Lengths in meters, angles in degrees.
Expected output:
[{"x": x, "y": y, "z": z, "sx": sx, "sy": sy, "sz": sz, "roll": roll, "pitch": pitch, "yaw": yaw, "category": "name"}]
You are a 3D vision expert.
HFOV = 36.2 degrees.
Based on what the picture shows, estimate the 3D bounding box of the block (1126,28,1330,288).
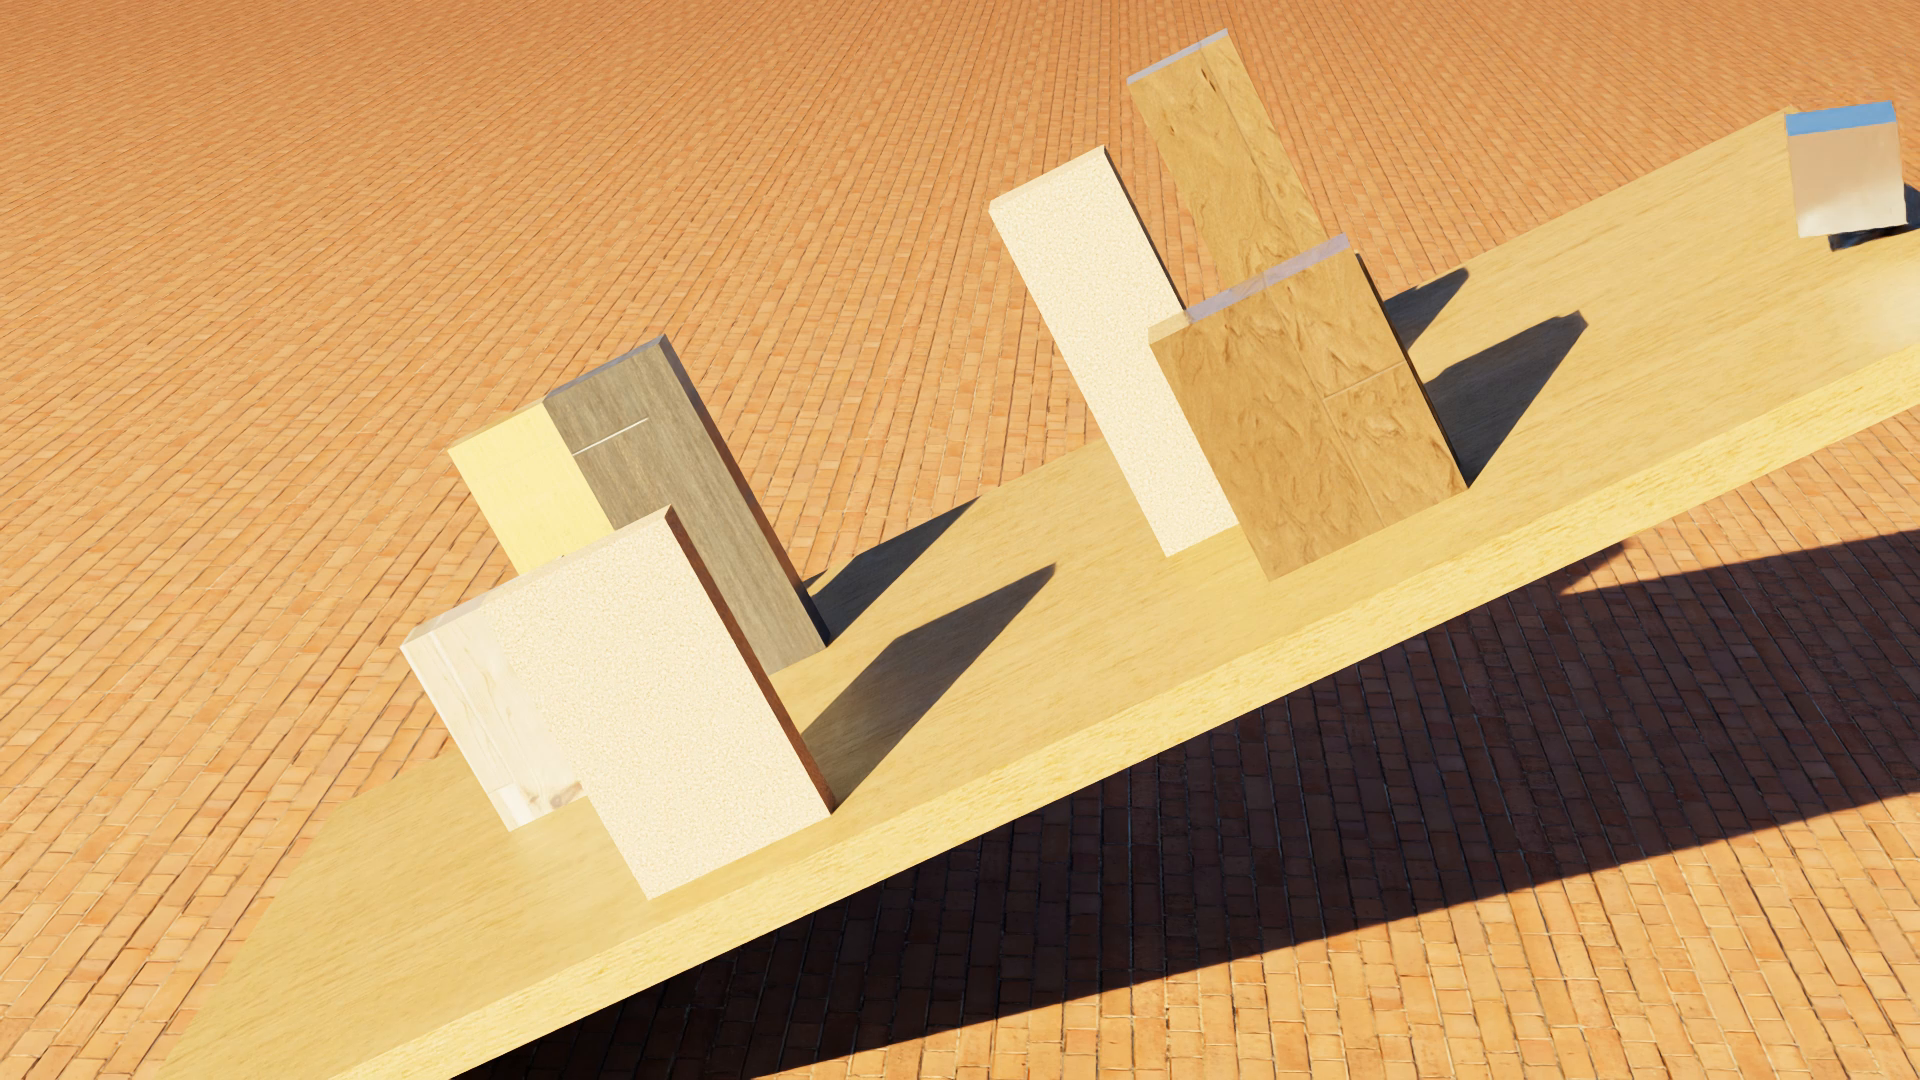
[{"x": 0.672, "y": -0.769, "z": 6.791, "sx": 0.254, "sy": 0.777, "sz": 0.124, "roll": -26, "pitch": 14, "yaw": 10, "category": "block"}]

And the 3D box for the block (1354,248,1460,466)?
[{"x": 0.740, "y": -0.293, "z": 5.634, "sx": 0.265, "sy": 0.446, "sz": 0.103, "roll": -26, "pitch": 14, "yaw": 10, "category": "block"}]

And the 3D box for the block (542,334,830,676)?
[{"x": -0.611, "y": -0.045, "z": 6.626, "sx": 0.297, "sy": 0.789, "sz": 0.103, "roll": -26, "pitch": 14, "yaw": 10, "category": "block"}]

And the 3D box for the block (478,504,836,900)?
[{"x": -0.565, "y": 0.310, "z": 5.536, "sx": 0.395, "sy": 0.653, "sz": 0.090, "roll": -26, "pitch": 14, "yaw": 10, "category": "block"}]

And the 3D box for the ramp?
[{"x": 0.140, "y": 0.168, "z": 6.281, "sx": 4.000, "sy": 0.100, "sz": 2.000, "roll": -26, "pitch": 14, "yaw": 10, "category": "ramp"}]

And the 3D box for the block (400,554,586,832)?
[{"x": -0.938, "y": 0.340, "z": 6.508, "sx": 0.387, "sy": 0.484, "sz": 0.131, "roll": -26, "pitch": 14, "yaw": 10, "category": "block"}]

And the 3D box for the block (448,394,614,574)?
[{"x": -0.872, "y": 0.039, "z": 6.897, "sx": 0.308, "sy": 0.756, "sz": 0.088, "roll": -26, "pitch": 14, "yaw": 10, "category": "block"}]

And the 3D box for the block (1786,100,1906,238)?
[{"x": 1.689, "y": -0.708, "z": 5.612, "sx": 0.197, "sy": 0.197, "sz": 0.197, "roll": -6, "pitch": 18, "yaw": 16, "category": "block"}]

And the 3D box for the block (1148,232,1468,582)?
[{"x": 0.649, "y": -0.247, "z": 5.502, "sx": 0.408, "sy": 0.512, "sz": 0.142, "roll": -26, "pitch": 14, "yaw": 10, "category": "block"}]

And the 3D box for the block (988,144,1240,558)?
[{"x": 0.355, "y": -0.378, "z": 5.940, "sx": 0.255, "sy": 0.799, "sz": 0.116, "roll": -26, "pitch": 14, "yaw": 10, "category": "block"}]
